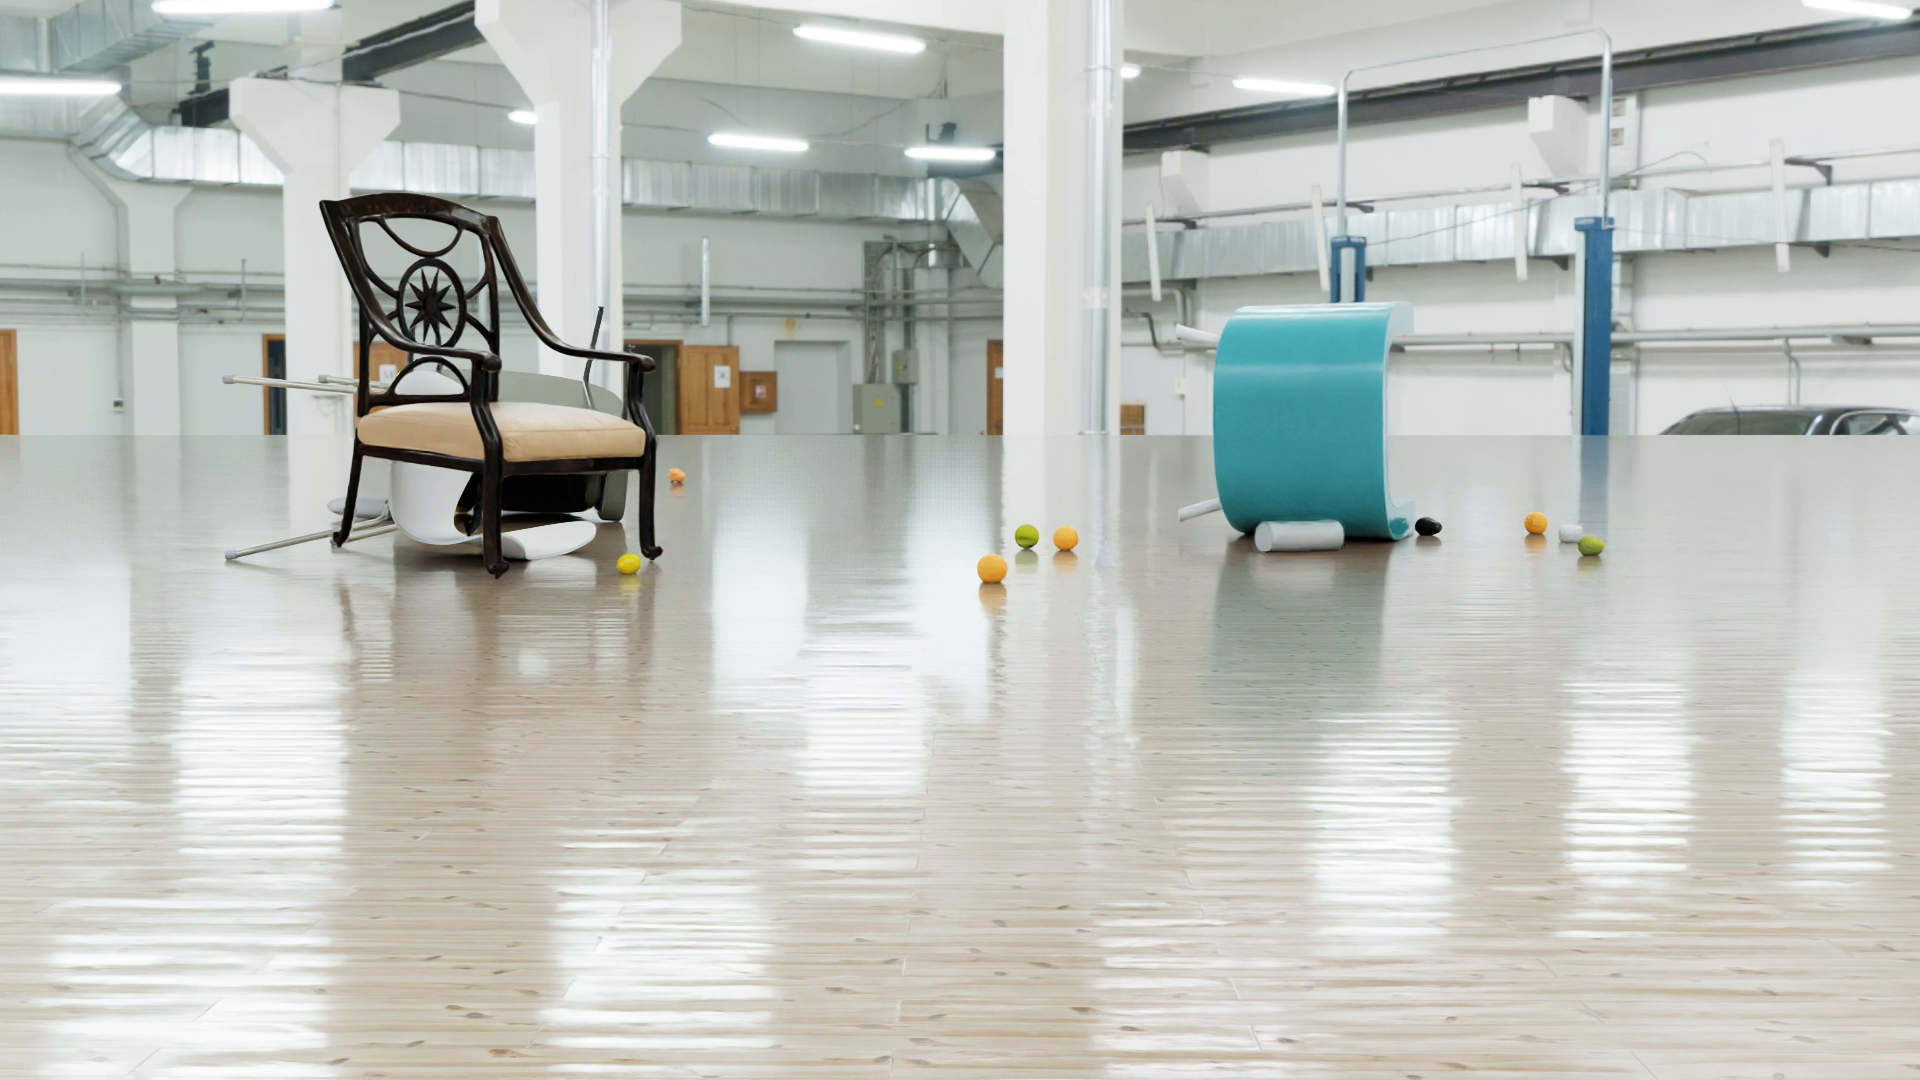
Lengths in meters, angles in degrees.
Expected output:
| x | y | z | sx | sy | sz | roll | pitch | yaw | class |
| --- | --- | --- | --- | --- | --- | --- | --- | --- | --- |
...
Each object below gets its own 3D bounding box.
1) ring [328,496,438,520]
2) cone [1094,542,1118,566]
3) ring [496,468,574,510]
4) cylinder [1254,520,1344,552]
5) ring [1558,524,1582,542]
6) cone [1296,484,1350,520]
| x | y | z | sx | sy | sz | roll | pitch | yaw | class |
| --- | --- | --- | --- | --- | --- | --- | --- | --- | --- |
| -2.020 | -0.113 | 7.695 | 0.378 | 0.059 | 0.373 | 5 | 5 | 17 | ring |
| 0.372 | 0.033 | 5.605 | 0.062 | 0.063 | 0.047 | 1 | 4 | 20 | cone |
| -1.603 | -0.192 | 8.309 | 0.282 | 0.146 | 0.316 | 0 | 5 | 18 | ring |
| 0.938 | -0.011 | 6.080 | 0.219 | 0.085 | 0.109 | -1 | 0 | -19 | cylinder |
| 1.796 | -0.018 | 6.466 | 0.068 | 0.048 | 0.133 | 4 | 6 | 23 | ring |
| 1.298 | -0.107 | 7.700 | 0.151 | 0.106 | 0.241 | 21 | 8 | -28 | cone |
